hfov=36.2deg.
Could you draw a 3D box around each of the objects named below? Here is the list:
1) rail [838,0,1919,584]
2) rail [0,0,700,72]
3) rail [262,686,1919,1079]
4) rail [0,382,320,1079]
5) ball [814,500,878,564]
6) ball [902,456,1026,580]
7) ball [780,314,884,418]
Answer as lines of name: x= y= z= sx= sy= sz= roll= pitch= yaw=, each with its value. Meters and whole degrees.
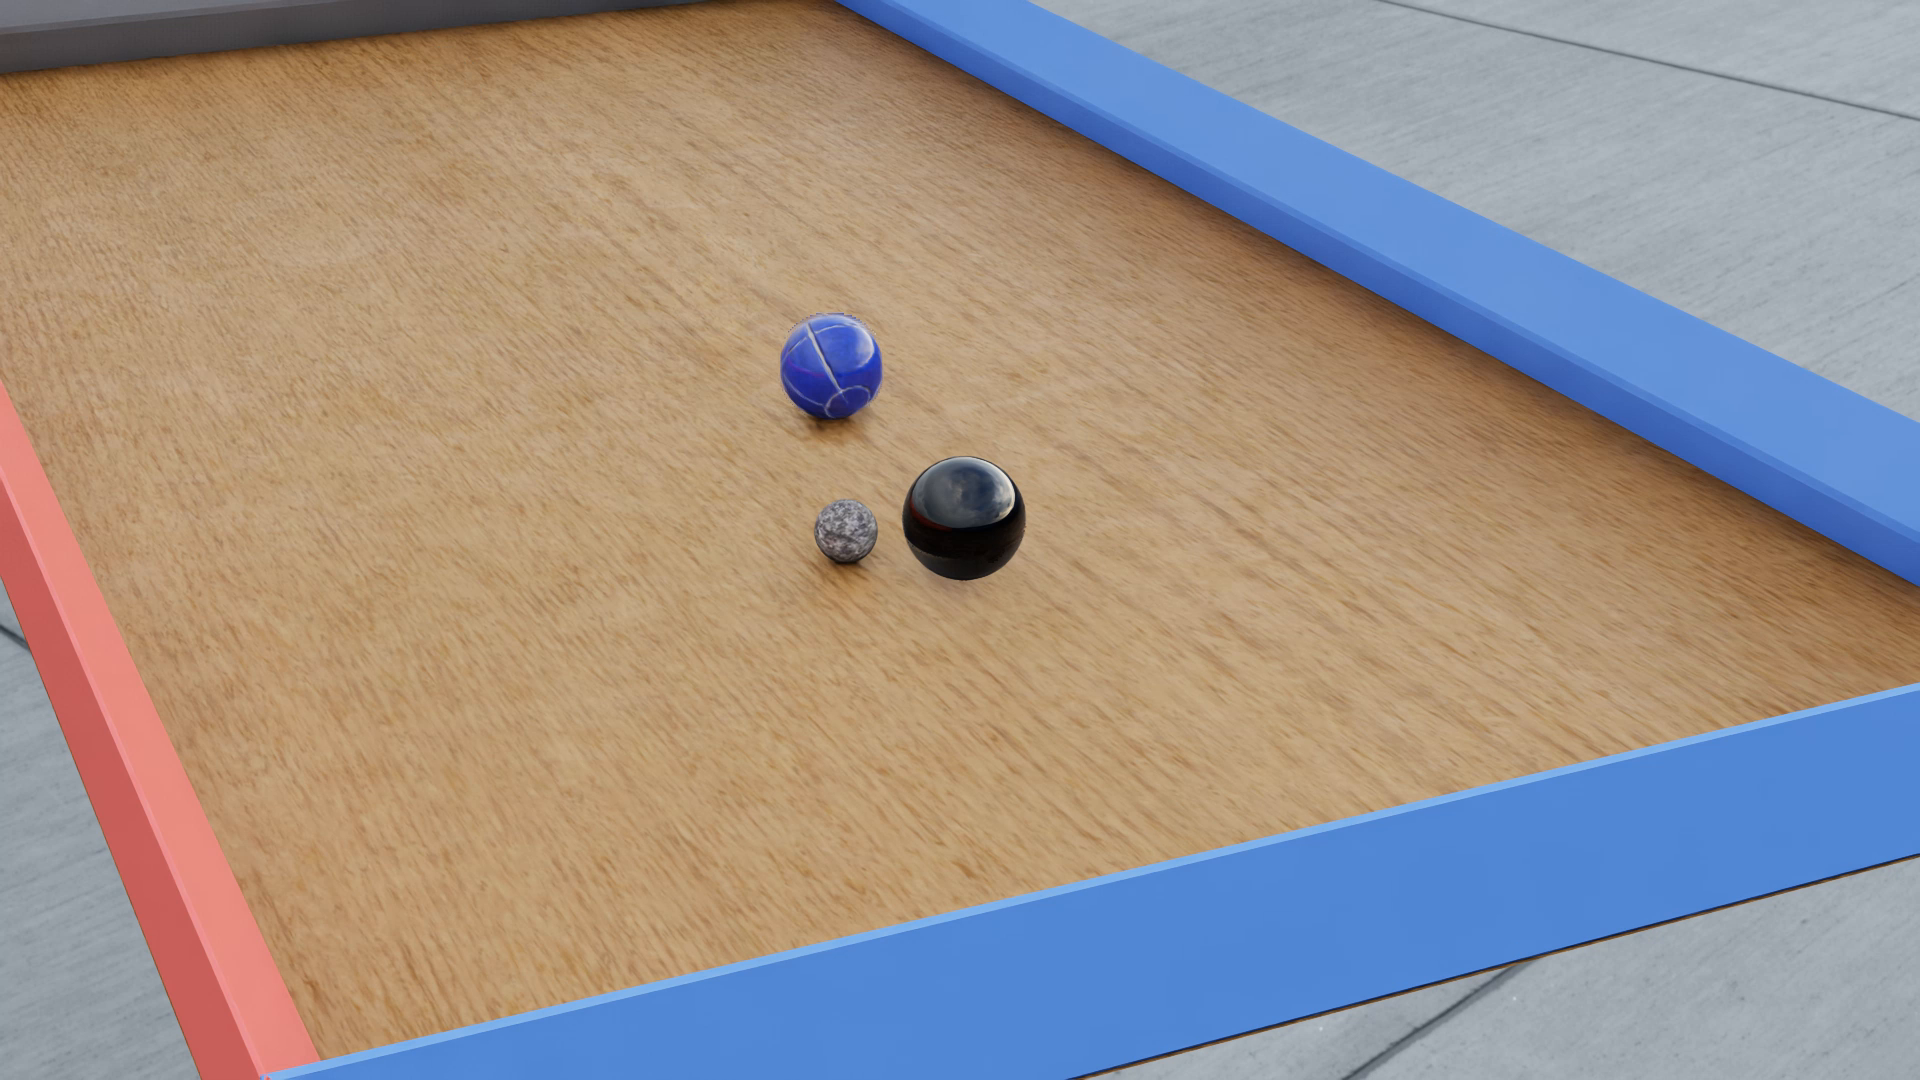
rail: x=0.314 y=-0.362 z=3.006 sx=0.045 sy=0.124 sz=2.556 roll=-10 pitch=25 yaw=-23
rail: x=-0.794 y=-0.707 z=3.804 sx=1.330 sy=0.124 sz=0.045 roll=-10 pitch=25 yaw=-23
rail: x=0.258 y=0.197 z=1.714 sx=1.330 sy=0.124 sz=0.045 roll=-10 pitch=25 yaw=-23
rail: x=-0.850 y=-0.148 z=2.512 sx=0.045 sy=0.124 sz=2.556 roll=-10 pitch=25 yaw=-23
ball: x=-0.088 y=-0.007 z=2.282 sx=0.050 sy=0.050 sz=0.050 roll=0 pitch=23 yaw=0
ball: x=0.003 y=-0.017 z=2.247 sx=0.095 sy=0.095 sz=0.095 roll=0 pitch=23 yaw=0
ball: x=-0.112 y=-0.151 z=2.564 sx=0.091 sy=0.091 sz=0.091 roll=0 pitch=23 yaw=0
